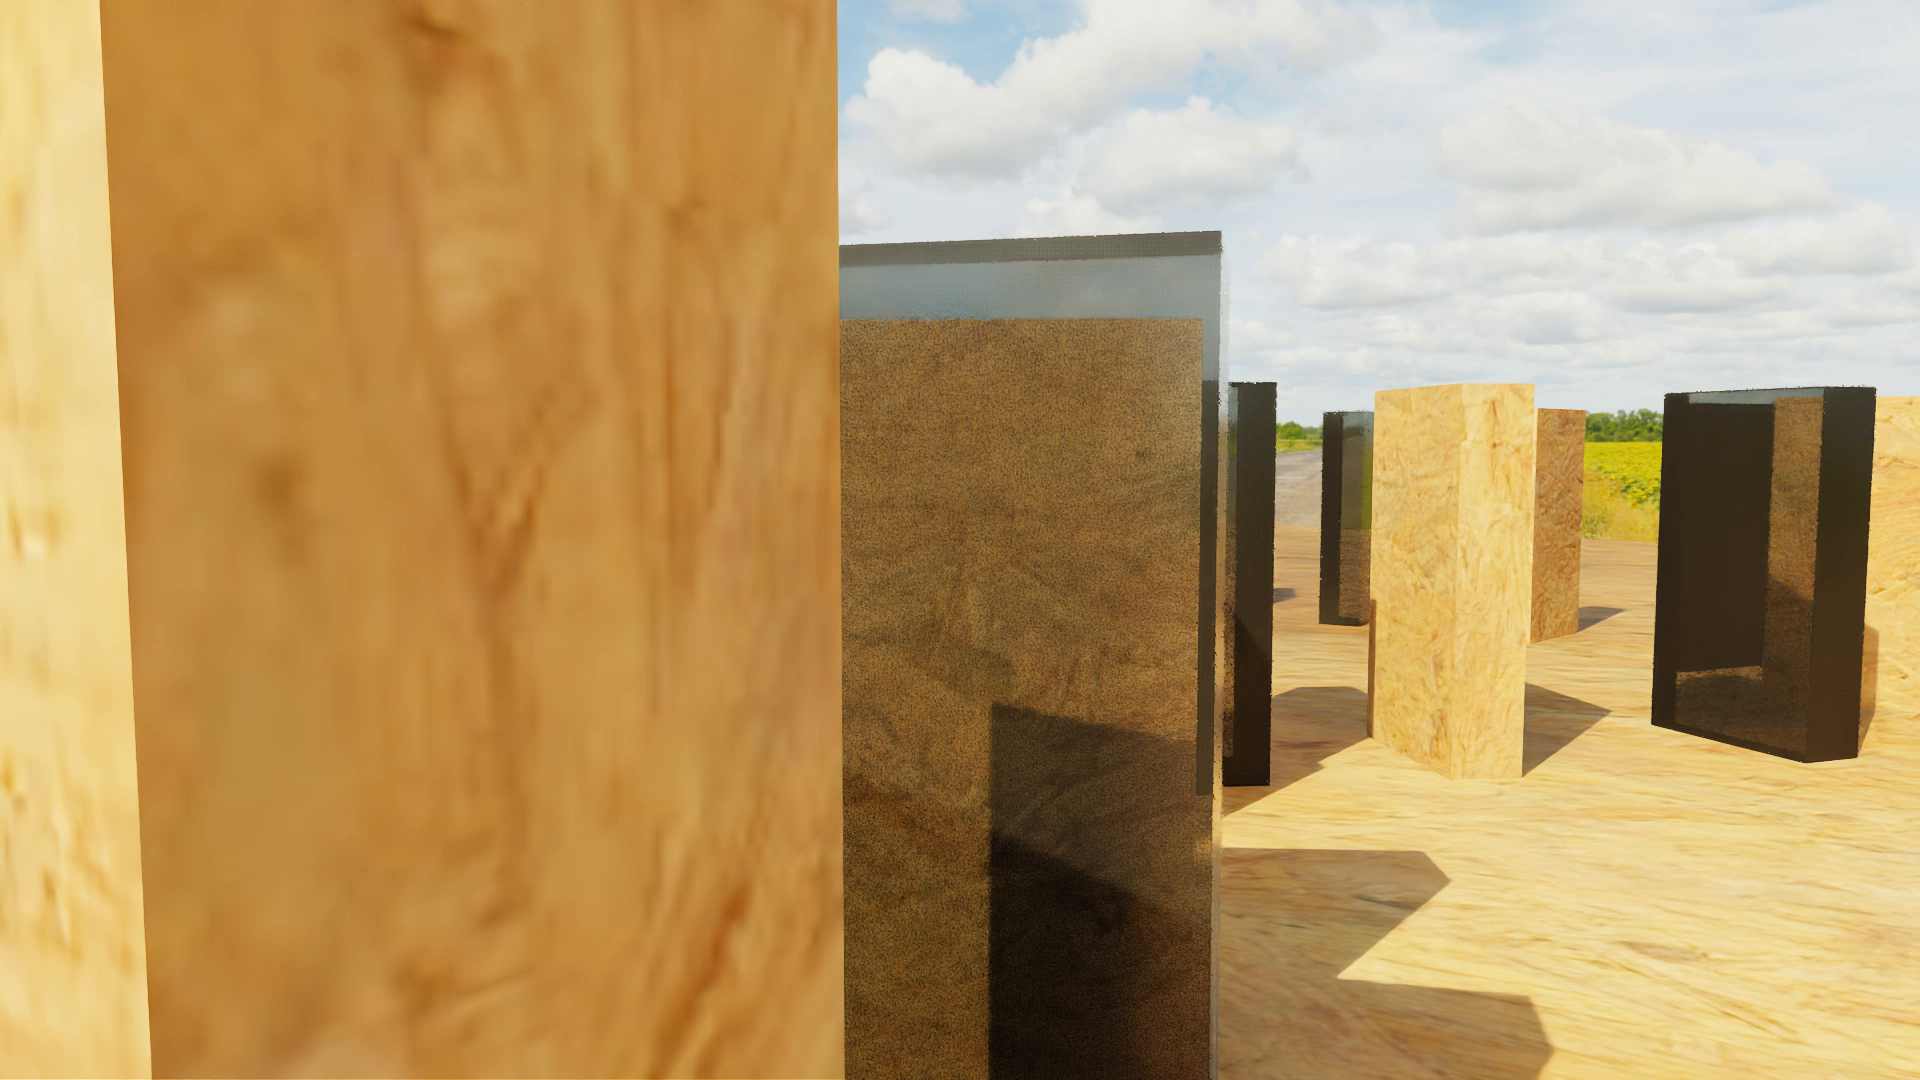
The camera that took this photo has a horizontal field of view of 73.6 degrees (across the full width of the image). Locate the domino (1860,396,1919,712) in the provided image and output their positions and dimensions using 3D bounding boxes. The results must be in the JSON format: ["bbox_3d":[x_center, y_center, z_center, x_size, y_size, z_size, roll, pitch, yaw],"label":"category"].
[{"bbox_3d":[0.150,0.002,0.208,0.025,0.050,0.009,3,5,31],"label":"domino"}]

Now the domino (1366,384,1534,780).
[{"bbox_3d":[0.066,0.005,0.174,0.009,0.050,0.025,0,4,-7],"label":"domino"}]

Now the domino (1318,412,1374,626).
[{"bbox_3d":[0.096,-0.006,0.310,0.009,0.050,0.025,3,5,34],"label":"domino"}]

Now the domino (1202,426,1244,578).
[{"bbox_3d":[0.046,-0.002,0.279,0.010,0.025,0.050,10,-26,-12],"label":"domino"}]

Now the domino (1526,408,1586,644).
[{"bbox_3d":[0.127,-0.004,0.283,0.025,0.050,0.010,-4,6,-43],"label":"domino"}]

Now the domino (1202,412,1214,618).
[{"bbox_3d":[0.059,-0.007,0.326,0.009,0.050,0.025,1,4,11],"label":"domino"}]

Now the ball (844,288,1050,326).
[{"bbox_3d":[-0.003,-0.021,0.315,0.080,0.080,0.080,0,4,0],"label":"ball"}]

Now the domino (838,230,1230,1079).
[{"bbox_3d":[-0.002,0.013,0.055,0.025,0.050,0.010,1,4,14],"label":"domino"}]

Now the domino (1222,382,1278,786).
[{"bbox_3d":[0.033,0.005,0.170,0.010,0.050,0.025,0,4,-6],"label":"domino"}]

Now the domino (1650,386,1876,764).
[{"bbox_3d":[0.113,0.004,0.182,0.010,0.050,0.025,-1,5,-18],"label":"domino"}]

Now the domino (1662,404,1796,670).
[{"bbox_3d":[0.150,-0.001,0.248,0.025,0.050,0.010,-2,5,-22],"label":"domino"}]

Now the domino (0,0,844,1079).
[{"bbox_3d":[-0.015,0.016,0.024,0.025,0.050,0.009,3,5,37],"label":"domino"}]

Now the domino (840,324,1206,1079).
[{"bbox_3d":[0.003,0.011,0.088,0.025,0.050,0.010,0,4,3],"label":"domino"}]
